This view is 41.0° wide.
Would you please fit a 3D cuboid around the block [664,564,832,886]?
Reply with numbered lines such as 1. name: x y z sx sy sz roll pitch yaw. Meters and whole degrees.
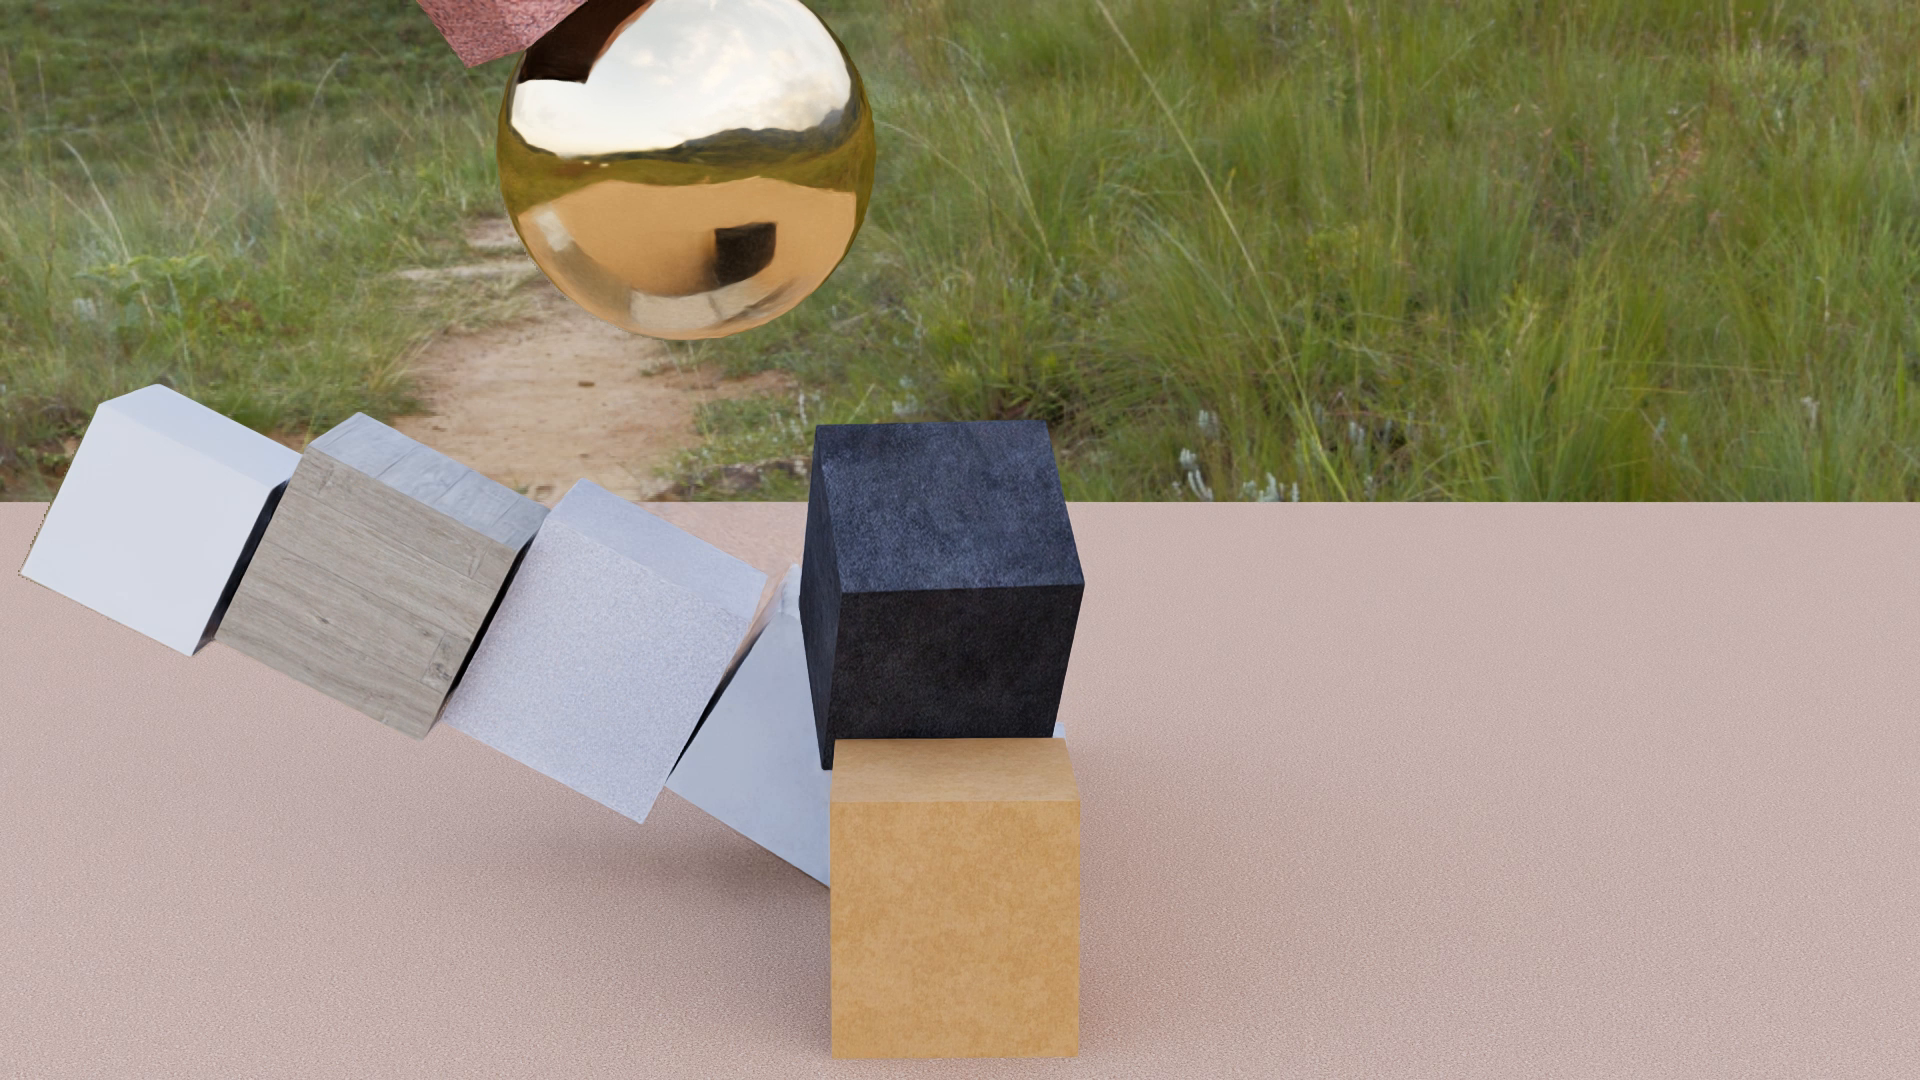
1. block: -0.605 0.830 11.381 0.964 0.918 1.012 32 9 -6

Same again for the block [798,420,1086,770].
1. block: -0.104 0.216 10.083 0.908 1.044 0.874 -2 47 -10

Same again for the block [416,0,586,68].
1. block: -1.865 -2.470 10.355 0.678 0.799 0.724 -44 22 -20

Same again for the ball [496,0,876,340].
1. ball: -1.155 -1.648 10.881 1.600 1.600 1.600 0 10 0

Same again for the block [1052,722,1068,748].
1. block: 0.010 1.240 10.500 0.854 0.804 0.841 0 10 0

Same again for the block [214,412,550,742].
1. block: -2.468 0.140 11.097 0.961 0.928 0.910 27 10 -5

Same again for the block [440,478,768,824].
1. block: -1.545 0.463 11.355 0.963 1.005 1.034 28 9 -5

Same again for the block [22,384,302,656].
1. block: -3.374 -0.102 11.013 0.772 0.799 0.794 27 8 -5

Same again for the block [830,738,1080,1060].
1. block: -0.028 1.321 9.614 0.890 0.960 0.879 0 10 -1
